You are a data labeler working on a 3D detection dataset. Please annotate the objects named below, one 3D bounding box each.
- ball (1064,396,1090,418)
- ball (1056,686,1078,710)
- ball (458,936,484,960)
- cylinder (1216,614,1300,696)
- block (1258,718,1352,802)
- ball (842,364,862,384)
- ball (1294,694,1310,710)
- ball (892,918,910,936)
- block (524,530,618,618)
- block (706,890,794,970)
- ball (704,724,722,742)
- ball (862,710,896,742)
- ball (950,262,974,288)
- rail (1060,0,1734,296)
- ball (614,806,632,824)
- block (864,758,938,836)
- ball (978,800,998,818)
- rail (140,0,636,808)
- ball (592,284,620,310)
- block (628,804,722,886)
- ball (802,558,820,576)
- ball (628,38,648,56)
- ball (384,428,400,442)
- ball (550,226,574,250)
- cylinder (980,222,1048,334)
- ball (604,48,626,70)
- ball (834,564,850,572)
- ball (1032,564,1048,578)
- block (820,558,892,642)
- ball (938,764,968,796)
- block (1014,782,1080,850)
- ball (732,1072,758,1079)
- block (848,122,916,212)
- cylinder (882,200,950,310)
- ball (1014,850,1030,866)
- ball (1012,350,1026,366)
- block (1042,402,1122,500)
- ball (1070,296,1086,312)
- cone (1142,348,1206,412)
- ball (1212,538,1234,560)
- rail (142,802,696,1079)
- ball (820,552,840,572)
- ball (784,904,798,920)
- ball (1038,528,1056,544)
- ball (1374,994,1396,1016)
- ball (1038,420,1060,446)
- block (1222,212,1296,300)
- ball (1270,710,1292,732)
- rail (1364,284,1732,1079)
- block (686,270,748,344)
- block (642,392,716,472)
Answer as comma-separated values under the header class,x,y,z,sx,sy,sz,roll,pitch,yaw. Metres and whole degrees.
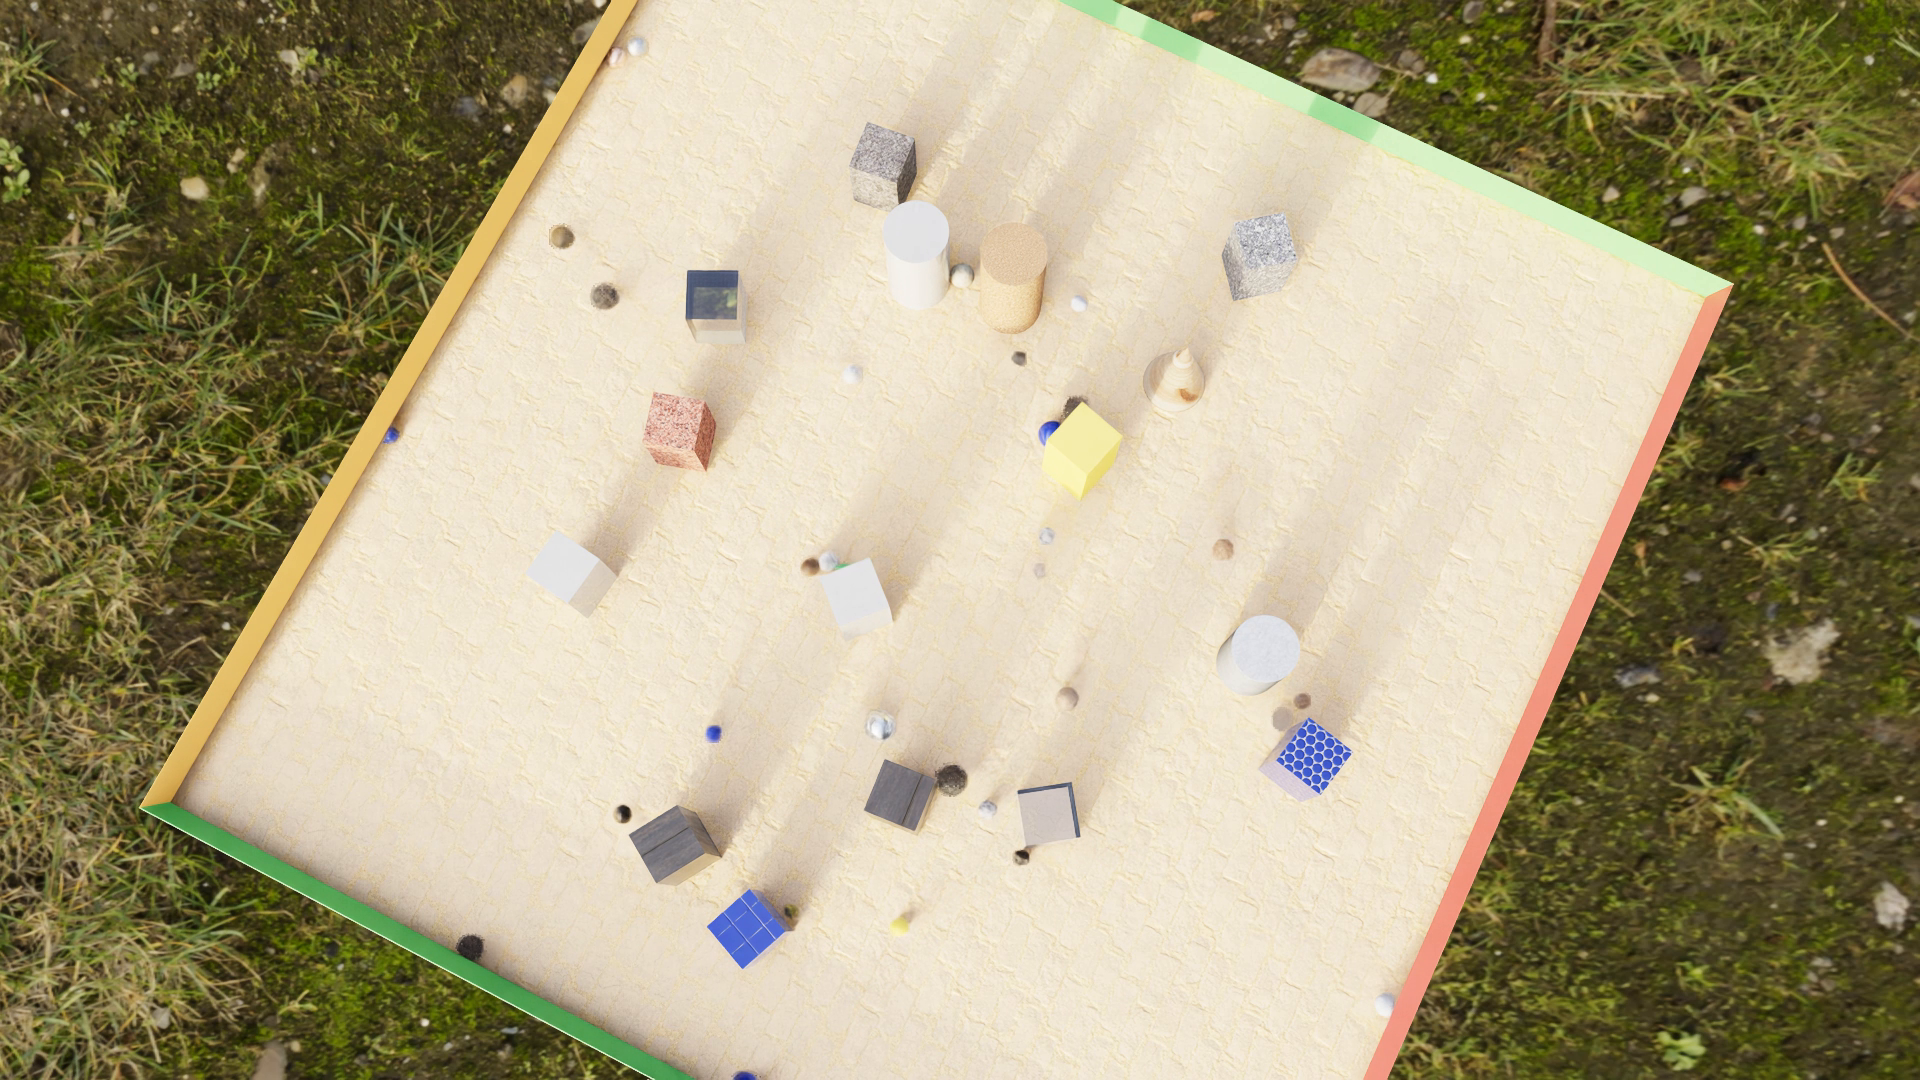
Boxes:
class,x,y,z,sx,sy,sz,roll,pitch,yaw
ball,0.361,-0.401,5.657,0.084,0.084,0.084,0,78,0
ball,0.321,0.473,5.483,0.069,0.069,0.069,0,78,0
ball,-1.424,1.188,5.334,0.072,0.072,0.072,0,78,0
cylinder,0.871,0.342,5.381,0.195,0.324,0.195,0,78,0
block,0.999,0.641,5.319,0.156,0.323,0.156,38,81,7
ball,-0.335,-0.514,5.692,0.061,0.061,0.061,0,78,0
ball,1.024,0.483,5.492,0.047,0.047,0.047,0,78,0
ball,-0.175,1.131,5.355,0.053,0.053,0.053,0,78,0
block,-1.152,0.106,5.448,0.156,0.286,0.156,33,80,6
block,-0.597,1.113,5.247,0.156,0.273,0.156,-41,81,-8
ball,-0.736,0.576,5.471,0.052,0.052,0.052,0,78,0
ball,-0.241,0.553,5.452,0.098,0.098,0.098,0,78,0
ball,0.007,-0.830,5.748,0.078,0.078,0.078,0,78,0
rail,0.787,-1.535,5.868,3.552,0.127,0.045,26,80,5
ball,-0.997,0.813,5.419,0.057,0.057,0.057,0,78,0
block,-0.169,0.748,5.302,0.156,0.312,0.156,21,79,4
ball,0.083,0.797,5.424,0.055,0.055,0.055,0,78,0
rail,-1.567,-0.761,5.708,0.045,0.127,3.568,26,80,5
ball,-1.108,-0.759,5.731,0.084,0.084,0.084,0,78,0
block,-0.810,0.877,5.243,0.156,0.375,0.156,-31,80,-6
ball,-0.453,0.083,5.571,0.055,0.055,0.055,0,78,0
ball,-1.041,-1.591,5.915,0.061,0.061,0.061,0,78,0
ball,-1.756,-0.325,5.659,0.048,0.048,0.048,0,78,0
ball,-1.252,-0.952,5.777,0.073,0.073,0.073,0,78,0
cylinder,0.158,-0.786,5.550,0.195,0.449,0.195,0,78,0
ball,-1.110,-1.550,5.902,0.069,0.069,0.069,0,78,0
ball,-0.351,0.104,5.562,0.064,0.064,0.064,0,78,0
ball,0.243,0.094,5.573,0.047,0.047,0.047,0,78,0
block,-0.305,0.179,5.431,0.156,0.291,0.156,-22,79,-4
ball,-0.022,0.711,5.423,0.092,0.092,0.092,0,78,0
block,0.250,0.799,5.295,0.156,0.306,0.156,-9,78,-2
ball,-0.617,1.568,5.248,0.086,0.086,0.086,0,78,0
block,-0.238,-1.154,5.718,0.156,0.270,0.156,20,79,4
cylinder,-0.129,-0.862,5.581,0.195,0.419,0.195,0,78,0
ball,0.182,0.936,5.399,0.047,0.047,0.047,0,78,0
ball,0.183,-0.566,5.710,0.047,0.047,0.047,0,78,0
block,0.363,-0.261,5.495,0.156,0.344,0.156,41,81,8
ball,0.372,-0.741,5.745,0.049,0.049,0.049,0,78,0
cone,0.668,-0.528,5.543,0.195,0.357,0.195,0,78,0
ball,0.801,0.028,5.577,0.066,0.066,0.066,0,78,0
rail,-0.787,1.549,5.230,3.552,0.127,0.045,26,80,5
ball,-0.398,0.065,5.572,0.060,0.060,0.060,0,78,0
ball,-0.494,1.090,5.370,0.042,0.042,0.042,0,78,0
ball,0.264,-0.014,5.593,0.052,0.052,0.052,0,78,0
ball,1.232,1.347,5.305,0.064,0.064,0.064,0,78,0
ball,0.283,-0.325,5.640,0.086,0.086,0.086,0,78,0
block,0.920,-0.871,5.653,0.156,0.281,0.156,-12,79,-2
ball,0.960,0.539,5.472,0.064,0.064,0.064,0,78,0
rail,1.567,0.774,5.391,0.045,0.127,3.568,26,80,5
block,-0.749,-0.716,5.644,0.156,0.236,0.156,0,78,0
block,-0.846,-0.324,5.548,0.156,0.266,0.156,10,78,2
